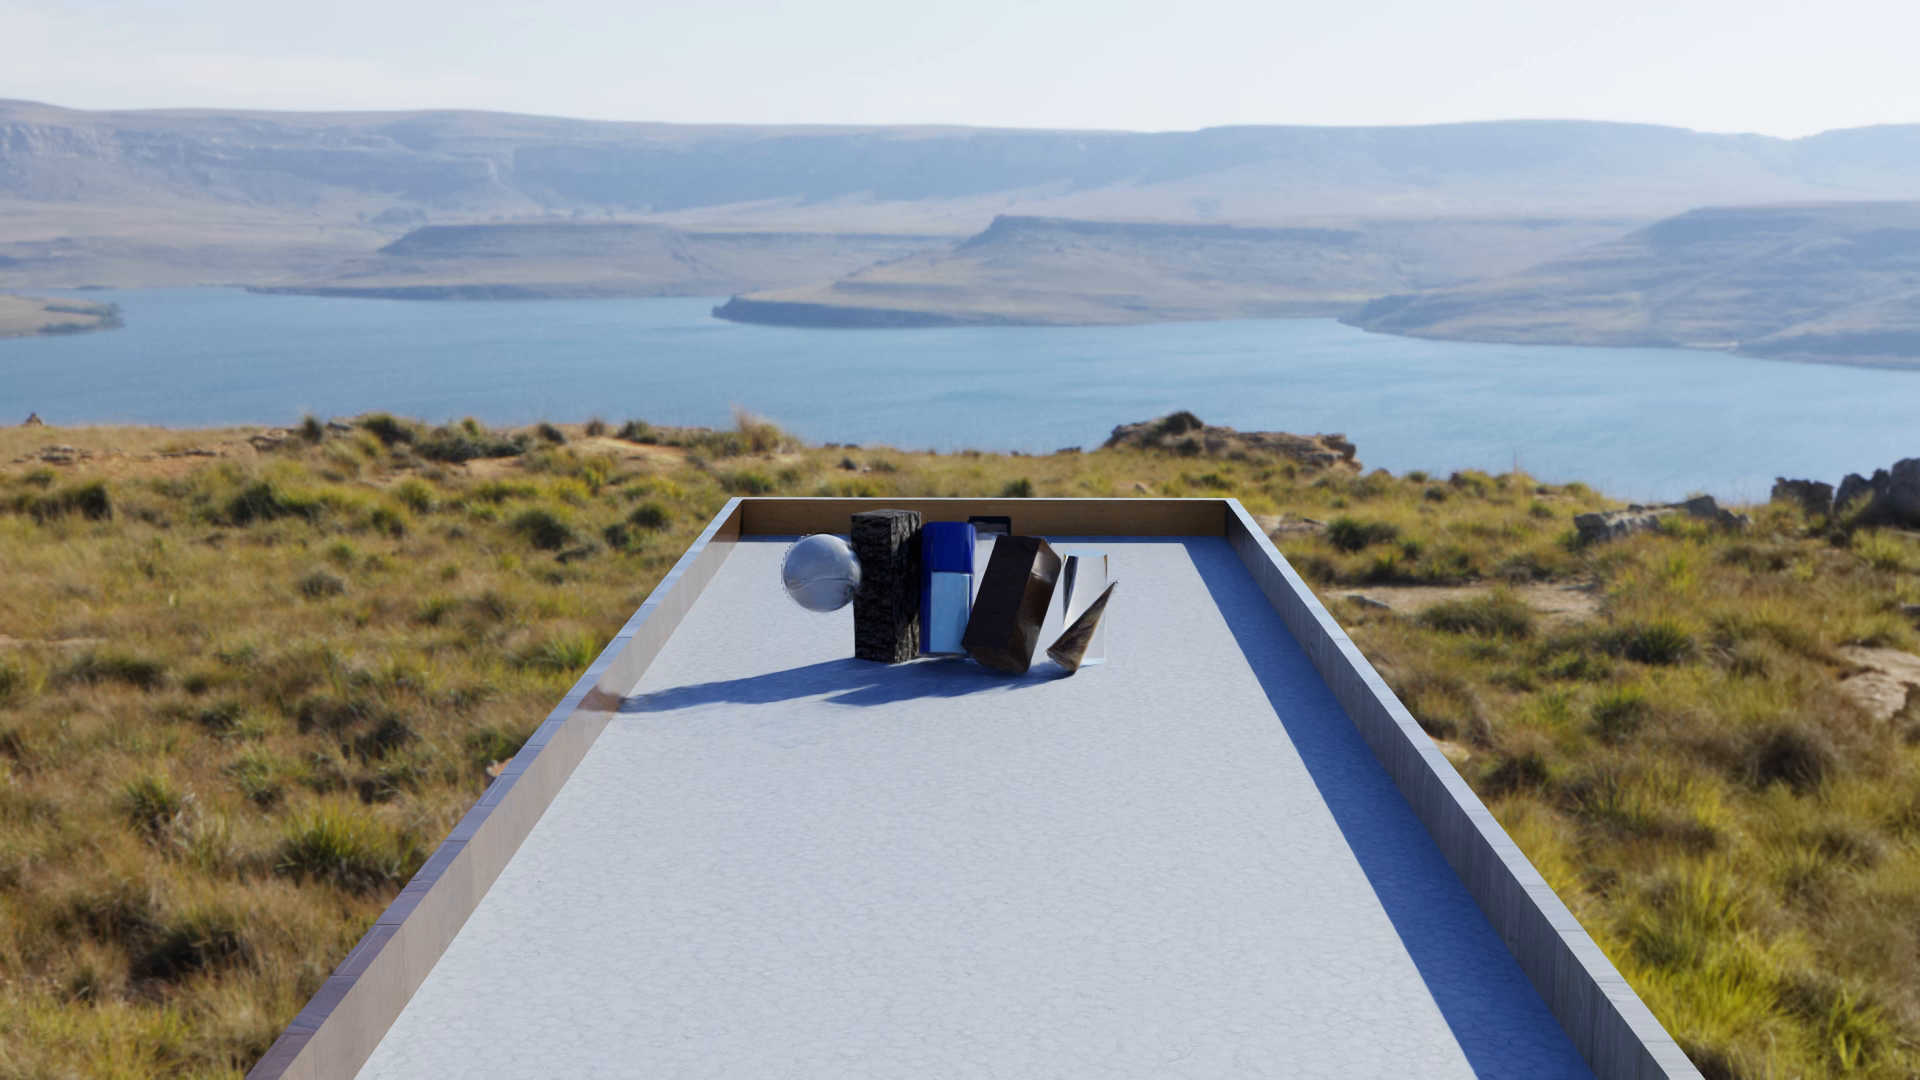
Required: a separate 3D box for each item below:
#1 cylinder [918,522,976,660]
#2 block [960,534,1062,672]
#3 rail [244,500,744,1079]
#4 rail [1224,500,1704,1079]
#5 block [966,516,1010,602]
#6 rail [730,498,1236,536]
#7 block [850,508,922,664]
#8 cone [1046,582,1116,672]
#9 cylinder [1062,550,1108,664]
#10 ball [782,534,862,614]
[{"bbox_3d":[-0.039,0.155,6.657,0.162,0.399,0.162,1,-10,0],"label":"cylinder"},{"bbox_3d":[0.157,0.188,6.574,0.154,0.369,0.154,5,-25,32],"label":"block"},{"bbox_3d":[-1.004,0.839,3.234,0.050,0.150,12.000,0,9,1],"label":"rail"},{"bbox_3d":[1.046,0.843,3.208,0.050,0.150,12.000,0,9,1],"label":"rail"},{"bbox_3d":[0.088,0.140,6.771,0.126,0.403,0.126,1,-14,-8],"label":"block"},{"bbox_3d":[0.099,-0.098,9.147,2.100,0.150,0.050,0,9,1],"label":"rail"},{"bbox_3d":[-0.219,0.138,6.712,0.154,0.443,0.154,4,10,36],"label":"block"},{"bbox_3d":[0.385,0.238,6.542,0.111,0.305,0.111,33,-13,9],"label":"cone"},{"bbox_3d":[0.379,0.203,6.675,0.134,0.330,0.134,0,9,0],"label":"cylinder"},{"bbox_3d":[-0.409,0.101,6.544,0.236,0.236,0.236,0,9,0],"label":"ball"}]
